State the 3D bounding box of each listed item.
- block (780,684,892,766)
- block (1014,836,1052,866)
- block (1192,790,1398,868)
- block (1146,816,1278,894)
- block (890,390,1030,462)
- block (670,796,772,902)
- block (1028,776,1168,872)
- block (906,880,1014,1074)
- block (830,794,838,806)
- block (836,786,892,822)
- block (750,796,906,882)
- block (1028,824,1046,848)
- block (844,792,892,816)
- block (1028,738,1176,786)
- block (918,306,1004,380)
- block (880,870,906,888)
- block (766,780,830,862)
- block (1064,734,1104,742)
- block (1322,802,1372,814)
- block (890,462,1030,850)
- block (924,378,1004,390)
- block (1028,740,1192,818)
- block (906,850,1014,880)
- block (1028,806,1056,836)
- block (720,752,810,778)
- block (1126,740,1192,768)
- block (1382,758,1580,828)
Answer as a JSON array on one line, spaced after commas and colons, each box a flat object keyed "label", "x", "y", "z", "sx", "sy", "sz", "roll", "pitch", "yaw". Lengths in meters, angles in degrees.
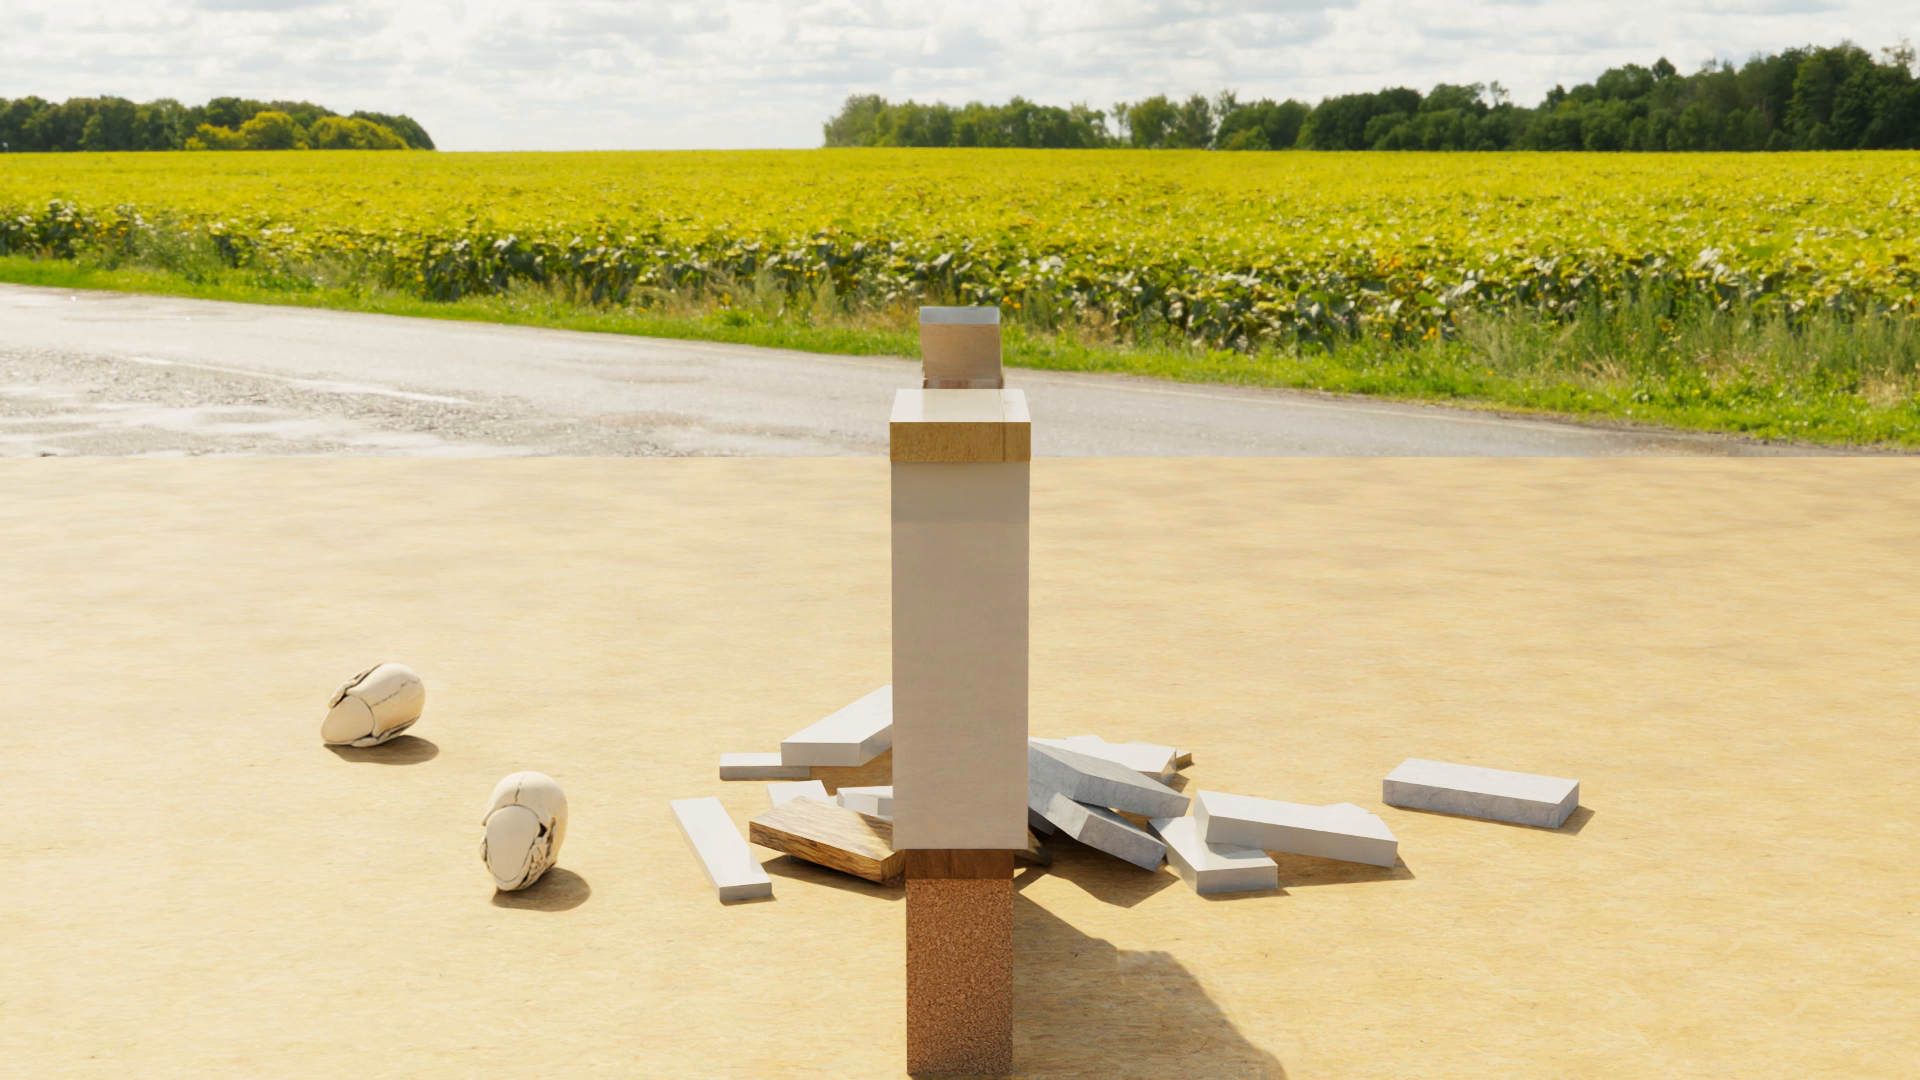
[{"label": "block", "x": -0.178, "y": 0.379, "z": 4.557, "sx": 0.165, "sy": 0.047, "sz": 0.605, "roll": -1, "pitch": 7, "yaw": 18}, {"label": "block", "x": 0.082, "y": 0.515, "z": 3.774, "sx": 0.175, "sy": 0.015, "sz": 0.053, "roll": 25, "pitch": 20, "yaw": -36}, {"label": "block", "x": 0.584, "y": 0.504, "z": 3.854, "sx": 0.330, "sy": 0.047, "sz": 0.165, "roll": 8, "pitch": 9, "yaw": -3}, {"label": "block", "x": 0.434, "y": 0.542, "z": 3.814, "sx": 0.143, "sy": 0.040, "sz": 0.285, "roll": -2, "pitch": 11, "yaw": -12}, {"label": "block", "x": 0.000, "y": -0.155, "z": 2.922, "sx": 0.176, "sy": 0.050, "sz": 0.353, "roll": 0, "pitch": 11, "yaw": 0}, {"label": "block", "x": -0.427, "y": 0.539, "z": 3.875, "sx": 0.089, "sy": 0.025, "sz": 0.497, "roll": -3, "pitch": 11, "yaw": -17}, {"label": "block", "x": 0.166, "y": 0.461, "z": 3.966, "sx": 0.175, "sy": 0.049, "sz": 0.528, "roll": 26, "pitch": 0, "yaw": -28}, {"label": "block", "x": -0.001, "y": 0.577, "z": 2.960, "sx": 0.143, "sy": 0.285, "sz": 0.040, "roll": 0, "pitch": 11, "yaw": 0}, {"label": "block", "x": -0.219, "y": 0.498, "z": 4.110, "sx": 0.070, "sy": 0.020, "sz": 0.140, "roll": 8, "pitch": 13, "yaw": 36}, {"label": "block", "x": -0.144, "y": 0.502, "z": 3.998, "sx": 0.108, "sy": 0.031, "sz": 0.216, "roll": 0, "pitch": 15, "yaw": -18}, {"label": "block", "x": -0.209, "y": 0.516, "z": 3.810, "sx": 0.285, "sy": 0.040, "sz": 0.143, "roll": 11, "pitch": 19, "yaw": 33}, {"label": "block", "x": 0.112, "y": 0.506, "z": 3.874, "sx": 0.015, "sy": 0.105, "sz": 0.053, "roll": -39, "pitch": 11, "yaw": 3}, {"label": "block", "x": -0.126, "y": 0.465, "z": 3.861, "sx": 0.102, "sy": 0.029, "sz": 0.204, "roll": 5, "pitch": -5, "yaw": -19}, {"label": "block", "x": 0.238, "y": 0.443, "z": 4.323, "sx": 0.349, "sy": 0.049, "sz": 0.175, "roll": 3, "pitch": 11, "yaw": 15}, {"label": "block", "x": 0.005, "y": -0.265, "z": 3.358, "sx": 0.119, "sy": 0.238, "sz": 0.034, "roll": 1, "pitch": 55, "yaw": 4}, {"label": "block", "x": -0.092, "y": 0.567, "z": 3.751, "sx": 0.105, "sy": 0.015, "sz": 0.053, "roll": -9, "pitch": 14, "yaw": -40}, {"label": "block", "x": -0.278, "y": 0.505, "z": 3.970, "sx": 0.102, "sy": 0.029, "sz": 0.291, "roll": -3, "pitch": 16, "yaw": -13}, {"label": "block", "x": 0.268, "y": 0.428, "z": 4.489, "sx": 0.070, "sy": 0.020, "sz": 0.140, "roll": -3, "pitch": 11, "yaw": -15}, {"label": "block", "x": 0.678, "y": 0.510, "z": 4.043, "sx": 0.140, "sy": 0.020, "sz": 0.070, "roll": -5, "pitch": 12, "yaw": -27}, {"label": "block", "x": 0.000, "y": 0.146, "z": 2.859, "sx": 0.176, "sy": 0.518, "sz": 0.050, "roll": 0, "pitch": 11, "yaw": 0}, {"label": "block", "x": 0.005, "y": -0.029, "z": 3.231, "sx": 0.119, "sy": 0.422, "sz": 0.034, "roll": 0, "pitch": -13, "yaw": 3}, {"label": "block", "x": 0.248, "y": 0.434, "z": 3.963, "sx": 0.175, "sy": 0.049, "sz": 0.349, "roll": 24, "pitch": 3, "yaw": 41}, {"label": "block", "x": 0.000, "y": 0.399, "z": 3.023, "sx": 0.143, "sy": 0.040, "sz": 0.285, "roll": 0, "pitch": 11, "yaw": 0}, {"label": "block", "x": 0.100, "y": 0.477, "z": 4.019, "sx": 0.108, "sy": 0.031, "sz": 0.216, "roll": 29, "pitch": -1, "yaw": -15}, {"label": "block", "x": -0.386, "y": 0.447, "z": 4.368, "sx": 0.177, "sy": 0.025, "sz": 0.089, "roll": 0, "pitch": 11, "yaw": -2}, {"label": "block", "x": 0.391, "y": 0.434, "z": 4.453, "sx": 0.140, "sy": 0.020, "sz": 0.070, "roll": 8, "pitch": 13, "yaw": 38}, {"label": "block", "x": 0.984, "y": 0.476, "z": 4.156, "sx": 0.330, "sy": 0.047, "sz": 0.165, "roll": 6, "pitch": 12, "yaw": 28}]
